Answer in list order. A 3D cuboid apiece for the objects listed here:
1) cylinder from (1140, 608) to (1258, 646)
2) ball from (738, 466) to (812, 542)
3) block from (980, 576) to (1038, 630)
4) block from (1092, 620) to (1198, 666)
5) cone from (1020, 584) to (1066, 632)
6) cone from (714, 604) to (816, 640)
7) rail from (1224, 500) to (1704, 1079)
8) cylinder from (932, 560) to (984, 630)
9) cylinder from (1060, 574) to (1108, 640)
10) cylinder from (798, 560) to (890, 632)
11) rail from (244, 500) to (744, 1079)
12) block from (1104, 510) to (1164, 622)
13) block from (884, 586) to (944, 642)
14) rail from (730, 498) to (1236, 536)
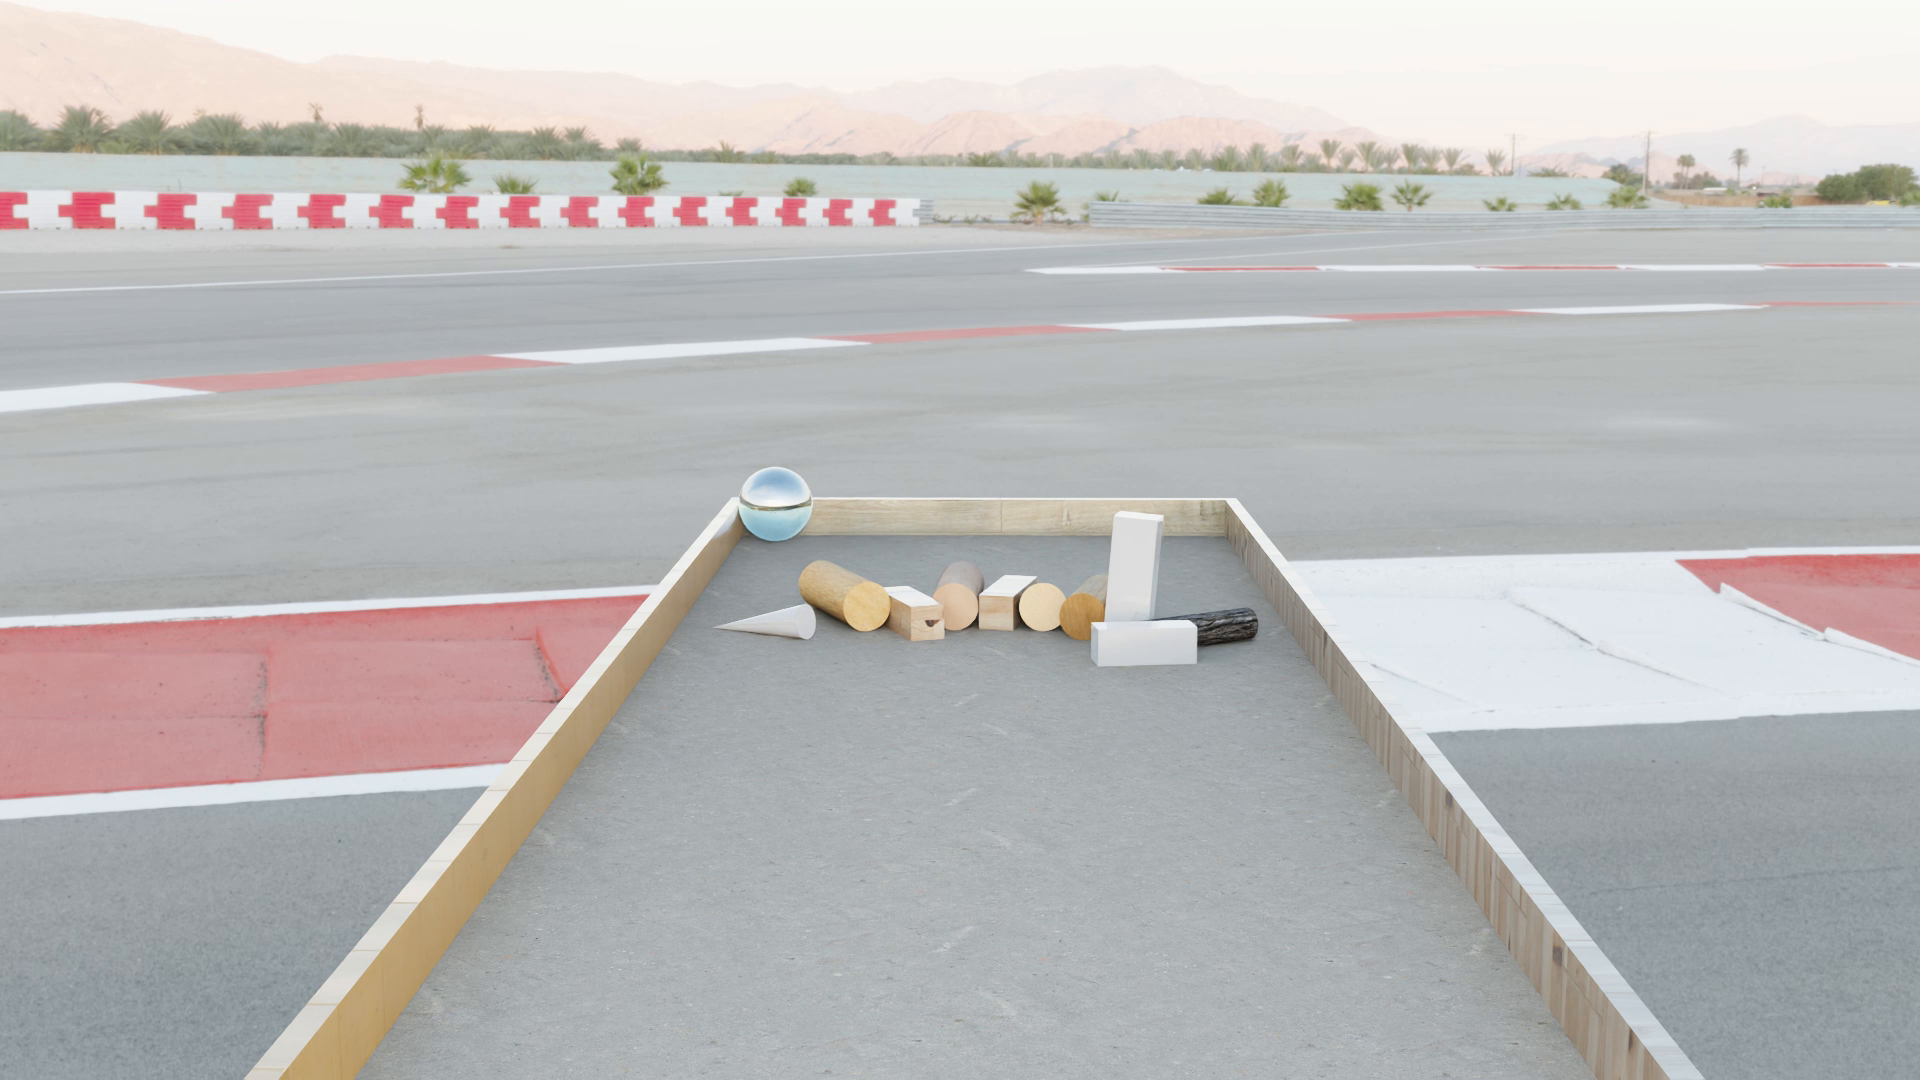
[{"bbox_3d":[0.724,0.284,6.895,0.460,0.100,0.100,-6,11,-31],"label":"cylinder"},{"bbox_3d":[-0.752,-0.146,8.962,0.303,0.303,0.303,0,9,0],"label":"ball"},{"bbox_3d":[0.163,0.208,7.334,0.114,0.114,0.383,2,9,14],"label":"block"},{"bbox_3d":[0.558,0.313,6.676,0.303,0.112,0.112,-1,9,-7],"label":"block"},{"bbox_3d":[0.291,0.221,7.368,0.157,0.157,0.455,1,-1,5],"label":"cone"},{"bbox_3d":[-0.652,0.274,7.105,0.373,0.113,0.113,-5,5,30],"label":"cone"},{"bbox_3d":[1.046,0.843,3.208,0.050,0.150,12.000,0,9,1],"label":"rail"},{"bbox_3d":[-0.006,0.183,7.360,0.156,0.156,0.434,1,9,3],"label":"cylinder"},{"bbox_3d":[0.432,0.216,7.157,0.153,0.153,0.366,2,9,13],"label":"cylinder"},{"bbox_3d":[-0.389,0.183,7.337,0.163,0.163,0.458,-4,10,-22],"label":"cylinder"},{"bbox_3d":[-1.004,0.839,3.234,0.050,0.150,12.000,0,9,1],"label":"rail"},{"bbox_3d":[0.548,0.119,6.950,0.138,0.397,0.138,6,9,12],"label":"block"},{"bbox_3d":[-0.164,0.237,7.156,0.111,0.111,0.354,-3,10,-20],"label":"block"},{"bbox_3d":[0.099,-0.098,9.147,2.100,0.150,0.050,0,9,1],"label":"rail"}]
